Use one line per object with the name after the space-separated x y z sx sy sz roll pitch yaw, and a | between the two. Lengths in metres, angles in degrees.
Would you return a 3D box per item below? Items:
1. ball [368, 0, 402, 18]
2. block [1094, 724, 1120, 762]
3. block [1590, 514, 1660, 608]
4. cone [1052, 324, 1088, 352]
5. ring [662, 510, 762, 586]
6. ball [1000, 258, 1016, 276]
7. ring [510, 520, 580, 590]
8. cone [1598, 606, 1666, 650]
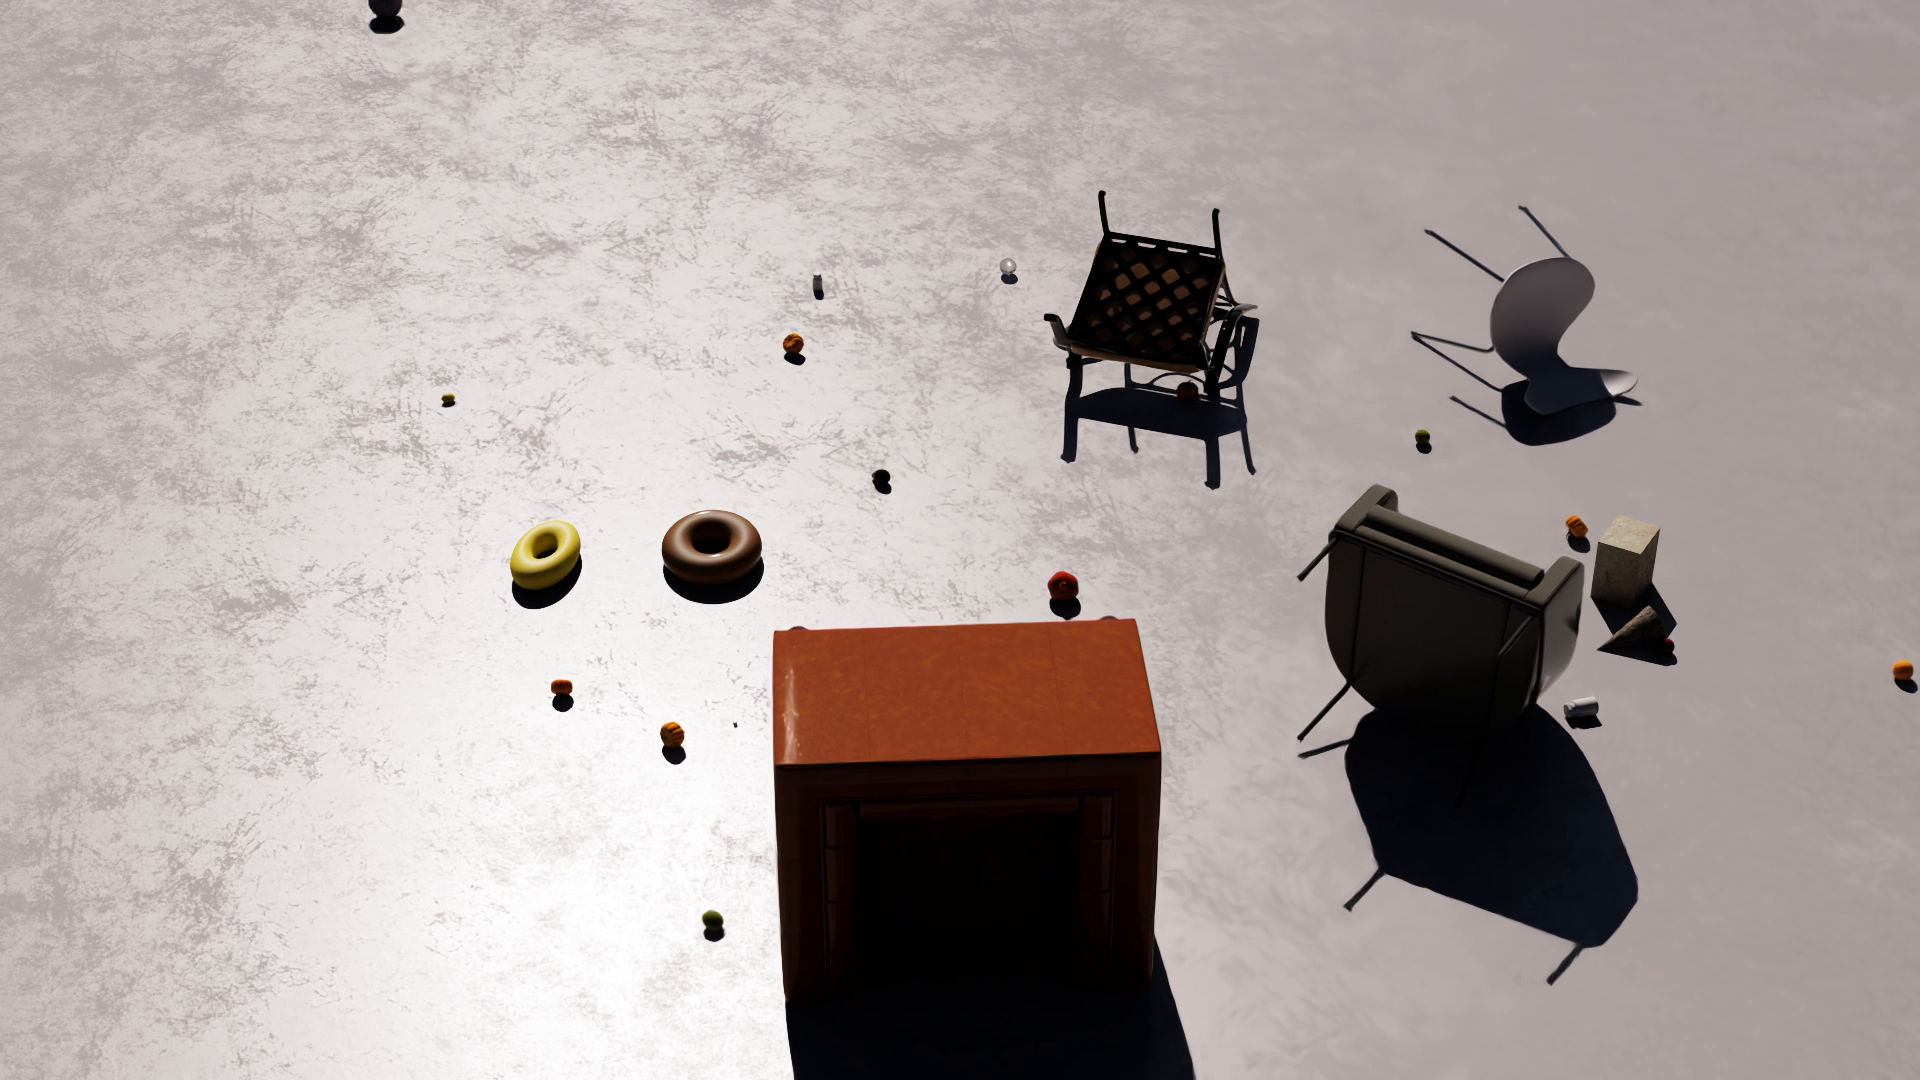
-2.934 -2.753 14.962 0.176 0.176 0.176 0 33 0 | ball
0.490 0.683 9.819 0.083 0.099 0.078 1 33 2 | block
2.407 0.078 10.609 0.159 0.238 0.206 18 38 25 | block
0.461 -0.861 12.169 0.143 0.090 0.179 -15 36 -22 | cone
-0.915 0.029 10.807 0.373 0.105 0.441 -4 34 -5 | ring
0.207 -1.182 12.671 0.073 0.073 0.073 0 33 0 | ball
-1.522 0.054 10.768 0.235 0.105 0.405 8 34 10 | ring
2.354 0.343 10.364 0.238 0.139 0.128 -23 -4 -6 | cone
